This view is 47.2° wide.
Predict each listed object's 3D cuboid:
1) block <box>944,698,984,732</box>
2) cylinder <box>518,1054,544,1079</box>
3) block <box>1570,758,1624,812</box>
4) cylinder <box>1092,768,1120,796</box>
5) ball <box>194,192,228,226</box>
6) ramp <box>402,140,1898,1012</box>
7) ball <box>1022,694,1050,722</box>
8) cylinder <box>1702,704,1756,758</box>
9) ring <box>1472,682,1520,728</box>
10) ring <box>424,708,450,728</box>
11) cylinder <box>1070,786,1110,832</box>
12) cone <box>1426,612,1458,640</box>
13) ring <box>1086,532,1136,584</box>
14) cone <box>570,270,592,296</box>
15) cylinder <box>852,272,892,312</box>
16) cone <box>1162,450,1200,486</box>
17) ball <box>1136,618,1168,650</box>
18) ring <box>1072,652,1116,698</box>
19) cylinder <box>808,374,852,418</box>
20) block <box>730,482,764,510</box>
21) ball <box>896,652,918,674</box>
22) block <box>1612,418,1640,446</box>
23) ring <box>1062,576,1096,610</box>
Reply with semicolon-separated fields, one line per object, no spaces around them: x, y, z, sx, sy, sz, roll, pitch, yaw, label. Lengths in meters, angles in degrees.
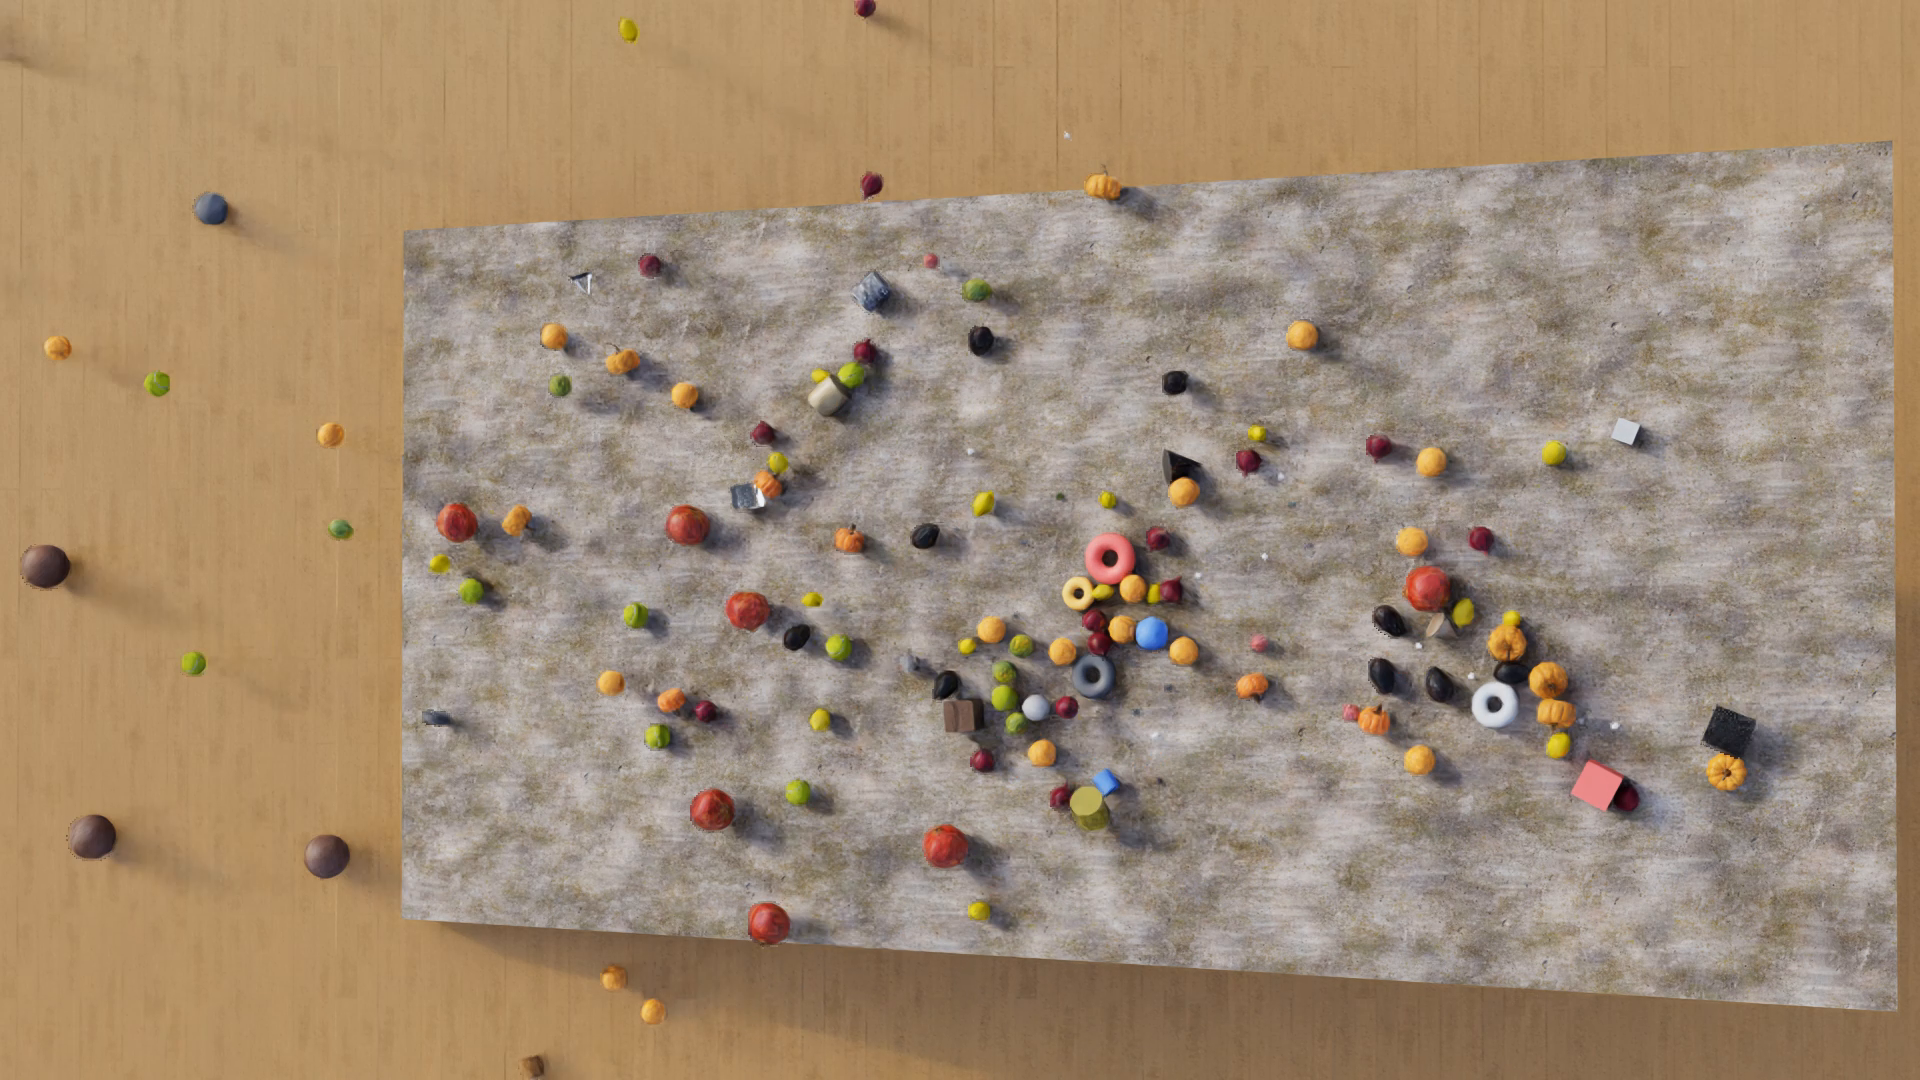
0.011;0.459;5.762;0.081;0.081;0.081;-6;87;19;block
-1.253;1.544;6.434;0.058;0.058;0.058;-31;64;0;cylinder
1.514;0.580;5.221;0.088;0.088;0.088;28;99;18;block
0.375;0.623;5.643;0.052;0.052;0.052;-36;71;0;cylinder
-2.196;-0.971;6.454;0.094;0.094;0.094;0;89;0;ball
0.280;0.090;5.767;4.000;0.100;2.000;0;89;20;ramp
0.197;0.435;5.702;0.070;0.070;0.070;0;89;0;ball
1.790;0.445;5.121;0.094;0.094;0.094;23;89;18;cylinder
1.295;0.398;5.319;0.116;0.039;0.116;-10;71;29;ring
-1.498;0.510;6.298;0.078;0.078;0.026;23;112;0;ring
0.332;0.684;5.599;0.085;0.085;0.085;-10;52;14;cylinder
1.189;0.224;5.371;0.072;0.072;0.072;32;89;-10;cone
0.386;0.047;5.653;0.135;0.045;0.135;0;90;21;ring
-1.054;-0.715;6.175;0.066;0.066;0.066;-18;100;0;cone
-0.235;-0.662;5.865;0.078;0.078;0.078;-43;89;2;cylinder
0.571;-0.189;5.592;0.092;0.092;0.092;-6;89;-7;cone
0.488;0.239;5.593;0.085;0.085;0.085;0;89;0;ball
0.344;0.349;5.667;0.120;0.040;0.120;-1;88;20;ring
-0.351;-0.386;5.900;0.084;0.084;0.084;46;109;1;cylinder
-0.580;-0.118;5.990;0.064;0.064;0.064;-11;86;19;block
-0.140;0.326;5.832;0.054;0.054;0.054;0;89;0;ball
1.583;-0.257;5.227;0.051;0.051;0.051;22;97;19;block
0.308;0.138;5.688;0.088;0.029;0.088;-1;88;20;ring
